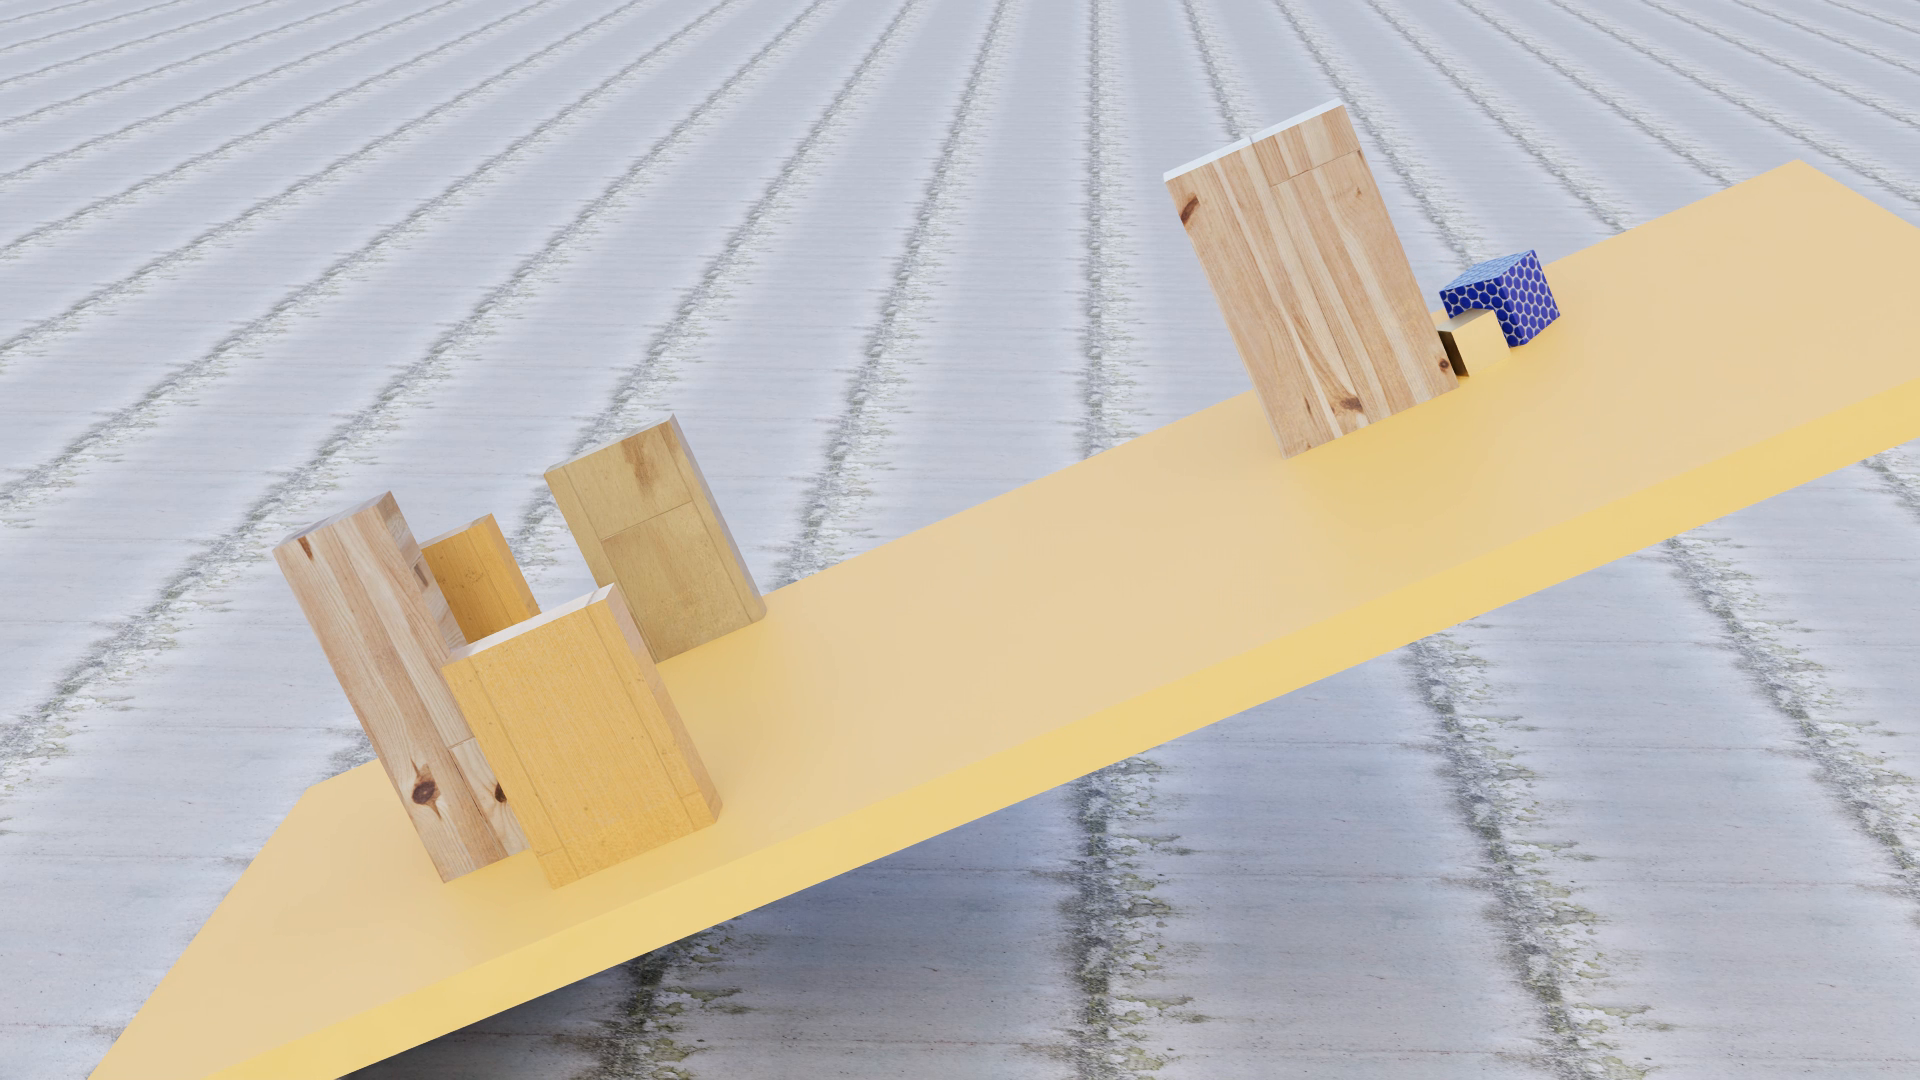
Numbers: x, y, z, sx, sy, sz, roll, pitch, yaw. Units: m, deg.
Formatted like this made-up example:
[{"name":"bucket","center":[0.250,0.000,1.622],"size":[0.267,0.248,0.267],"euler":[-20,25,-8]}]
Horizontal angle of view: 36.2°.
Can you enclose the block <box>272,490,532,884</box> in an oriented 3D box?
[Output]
[{"name":"block","center":[-1.117,0.306,6.054],"size":[0.240,0.780,0.120],"euler":[-23,13,8]}]

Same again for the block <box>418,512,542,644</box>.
[{"name":"block","center":[-1.076,0.298,6.404],"size":[0.409,0.605,0.083],"euler":[-23,13,8]}]

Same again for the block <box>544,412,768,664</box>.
[{"name":"block","center":[-0.733,0.007,7.103],"size":[0.335,0.536,0.080],"euler":[-23,13,8]}]

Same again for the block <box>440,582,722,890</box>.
[{"name":"block","center":[-0.727,0.381,5.685],"size":[0.351,0.491,0.110],"euler":[-23,13,8]}]

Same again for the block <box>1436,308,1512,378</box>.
[{"name":"block","center":[1.113,-0.431,6.413],"size":[0.109,0.109,0.109],"euler":[-27,13,-12]}]

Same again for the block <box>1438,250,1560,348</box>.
[{"name":"block","center":[1.195,-0.523,6.513],"size":[0.162,0.162,0.162],"euler":[-11,18,46]}]

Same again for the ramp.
[{"name":"ramp","center":[0.132,0.170,6.284],"size":[4.000,0.100,2.000],"euler":[-23,13,8]}]

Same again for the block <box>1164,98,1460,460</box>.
[{"name":"block","center":[0.757,-0.560,6.336],"size":[0.407,0.662,0.125],"euler":[-23,13,8]}]
